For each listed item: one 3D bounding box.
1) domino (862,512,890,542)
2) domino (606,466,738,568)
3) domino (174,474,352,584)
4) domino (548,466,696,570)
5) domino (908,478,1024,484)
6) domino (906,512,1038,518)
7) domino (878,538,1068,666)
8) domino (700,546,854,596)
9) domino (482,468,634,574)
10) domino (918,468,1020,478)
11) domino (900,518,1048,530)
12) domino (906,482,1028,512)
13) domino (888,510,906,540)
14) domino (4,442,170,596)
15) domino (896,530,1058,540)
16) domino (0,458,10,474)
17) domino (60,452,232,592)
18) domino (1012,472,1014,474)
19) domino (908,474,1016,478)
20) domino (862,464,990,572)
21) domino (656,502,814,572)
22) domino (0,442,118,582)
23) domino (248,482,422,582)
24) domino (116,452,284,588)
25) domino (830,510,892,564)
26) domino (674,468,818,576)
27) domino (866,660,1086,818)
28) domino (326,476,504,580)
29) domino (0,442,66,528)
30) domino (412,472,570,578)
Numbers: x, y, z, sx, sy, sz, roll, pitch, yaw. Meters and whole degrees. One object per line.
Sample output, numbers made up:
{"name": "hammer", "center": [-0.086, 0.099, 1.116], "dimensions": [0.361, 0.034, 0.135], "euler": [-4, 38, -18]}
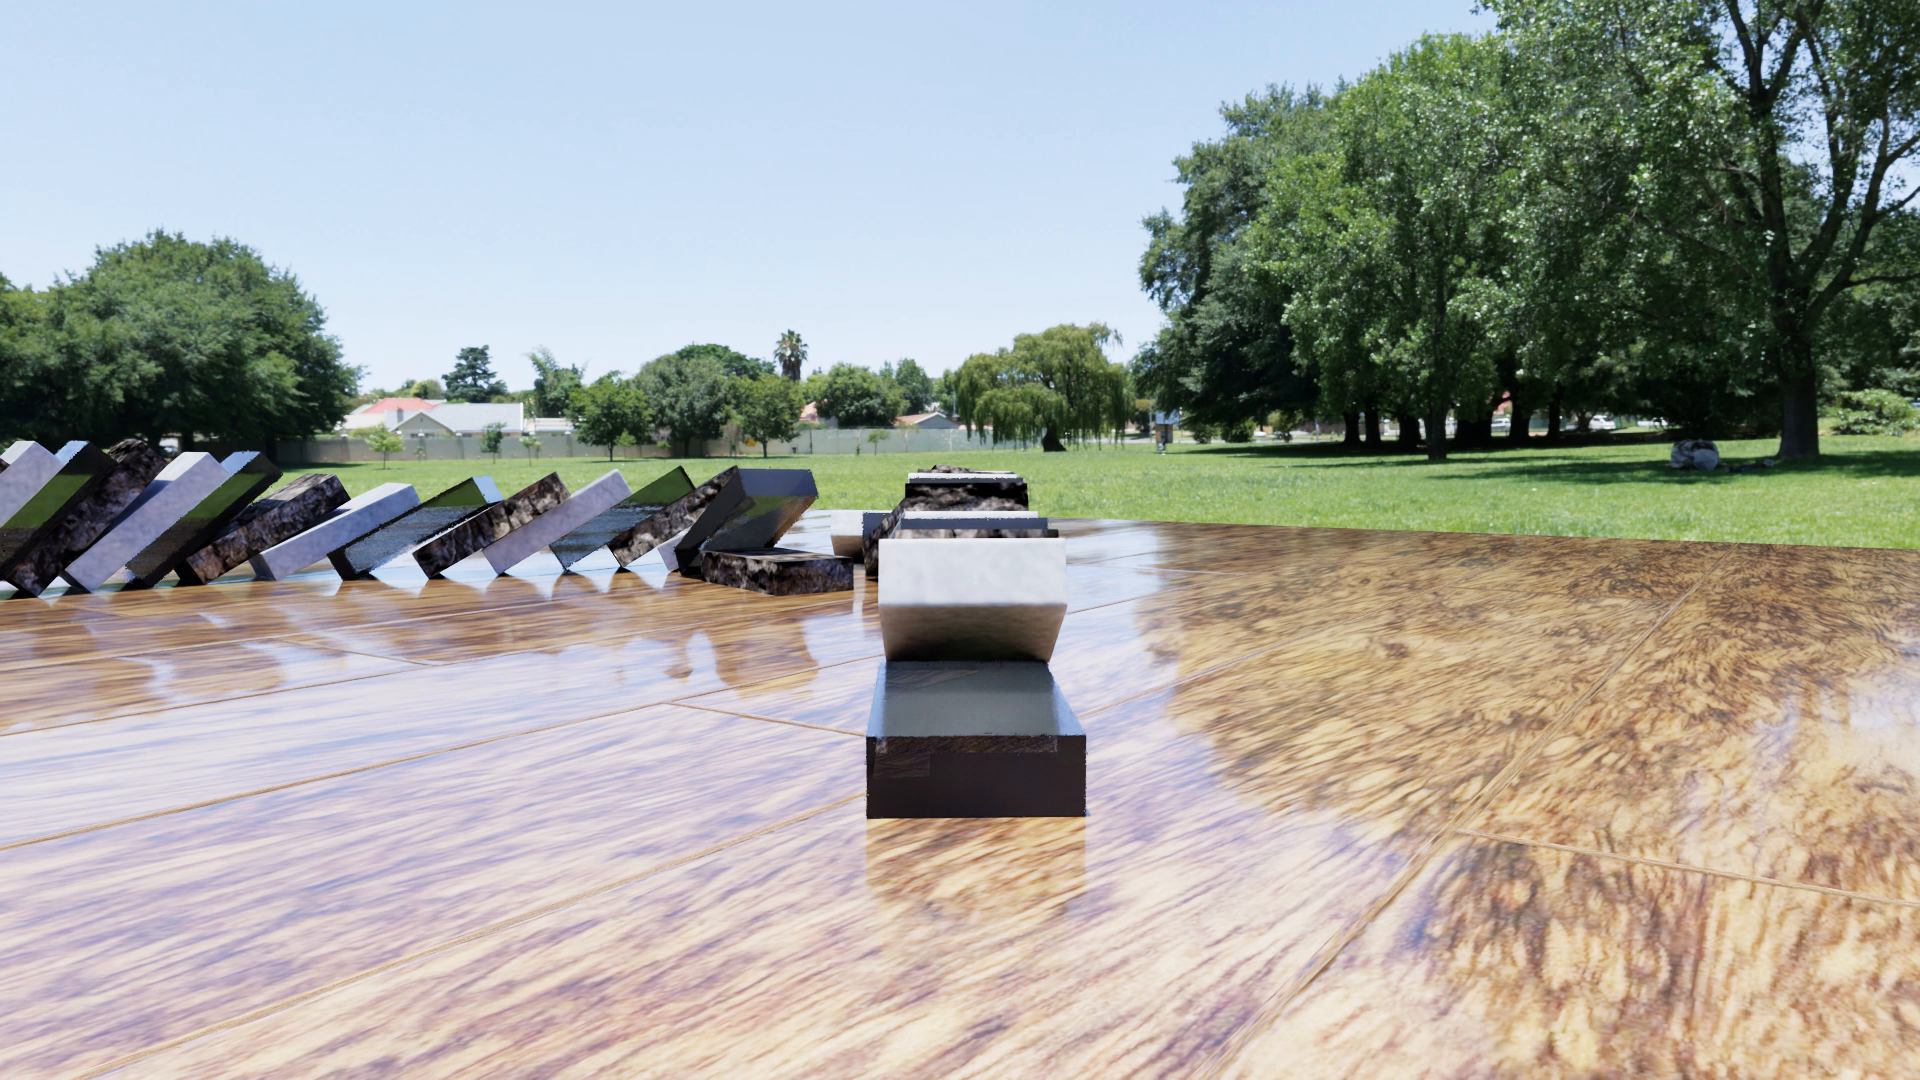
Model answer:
{"name": "domino", "center": [-0.007, 0.001, 0.424], "dimensions": [0.050, 0.009, 0.025], "euler": [0, -25, -2]}
{"name": "domino", "center": [-0.097, -0.008, 0.442], "dimensions": [0.050, 0.010, 0.025], "euler": [-33, 10, -14]}
{"name": "domino", "center": [-0.223, -0.004, 0.408], "dimensions": [0.025, 0.009, 0.050], "euler": [4, 35, 44]}
{"name": "domino", "center": [-0.115, -0.008, 0.436], "dimensions": [0.050, 0.010, 0.025], "euler": [-33, 10, -13]}
{"name": "domino", "center": [0.000, 0.003, 0.300], "dimensions": [0.025, 0.010, 0.050], "euler": [0, -29, -3]}
{"name": "domino", "center": [0.001, 0.008, 0.263], "dimensions": [0.025, 0.009, 0.050], "euler": [0, -21, -3]}
{"name": "domino", "center": [0.001, 0.013, 0.194], "dimensions": [0.025, 0.009, 0.050], "euler": [0, -20, -1]}
{"name": "domino", "center": [-0.056, 0.009, 0.386], "dimensions": [0.025, 0.009, 0.050], "euler": [-3, 5, -36]}
{"name": "domino", "center": [-0.134, -0.007, 0.428], "dimensions": [0.050, 0.010, 0.025], "euler": [-33, 12, -13]}
{"name": "domino", "center": [0.000, -0.001, 0.333], "dimensions": [0.025, 0.009, 0.050], "euler": [2, -29, -5]}
{"name": "domino", "center": [0.002, 0.010, 0.240], "dimensions": [0.025, 0.009, 0.050], "euler": [0, -21, -2]}
{"name": "domino", "center": [0.001, 0.004, 0.282], "dimensions": [0.025, 0.009, 0.050], "euler": [0, -28, -2]}
{"name": "domino", "center": [-0.004, -0.003, 0.373], "dimensions": [0.025, 0.009, 0.050], "euler": [-1, -28, -21]}
{"name": "domino", "center": [-0.257, -0.007, 0.374], "dimensions": [0.025, 0.050, 0.009], "euler": [4, -37, 44]}
{"name": "domino", "center": [0.002, 0.012, 0.218], "dimensions": [0.025, 0.009, 0.050], "euler": [0, -20, -3]}
{"name": "domino", "center": [-0.282, -0.005, 0.345], "dimensions": [0.025, 0.050, 0.010], "euler": [4, -37, 44]}
{"name": "domino", "center": [-0.246, -0.006, 0.385], "dimensions": [0.025, 0.009, 0.050], "euler": [4, 47, 44]}
{"name": "domino", "center": [-0.002, -0.002, 0.354], "dimensions": [0.025, 0.009, 0.050], "euler": [-1, -28, -12]}
{"name": "domino", "center": [0.000, 0.001, 0.317], "dimensions": [0.025, 0.009, 0.050], "euler": [1, -29, -2]}
{"name": "domino", "center": [-0.007, -0.005, 0.389], "dimensions": [0.025, 0.010, 0.050], "euler": [6, -30, -30]}
{"name": "domino", "center": [-0.076, -0.005, 0.436], "dimensions": [0.050, 0.009, 0.025], "euler": [-26, 3, 3]}
{"name": "domino", "center": [-0.265, -0.006, 0.364], "dimensions": [0.025, 0.050, 0.009], "euler": [4, -37, 44]}
{"name": "domino", "center": [-0.205, -0.004, 0.420], "dimensions": [0.050, 0.010, 0.025], "euler": [-34, 25, -35]}
{"name": "domino", "center": [-0.236, -0.007, 0.396], "dimensions": [0.025, 0.009, 0.050], "euler": [4, 47, 44]}
{"name": "domino", "center": [-0.019, -0.001, 0.445], "dimensions": [0.050, 0.009, 0.025], "euler": [0, -23, 0]}
{"name": "domino", "center": [-0.068, -0.005, 0.402], "dimensions": [0.025, 0.009, 0.050], "euler": [-2, -28, -38]}
{"name": "domino", "center": [0.001, 0.025, 0.171], "dimensions": [0.025, 0.009, 0.050], "euler": [0, 4, -2]}
{"name": "domino", "center": [-0.174, -0.004, 0.413], "dimensions": [0.050, 0.010, 0.025], "euler": [-29, 8, -5]}
{"name": "domino", "center": [-0.273, -0.006, 0.354], "dimensions": [0.025, 0.050, 0.010], "euler": [4, -37, 44]}
{"name": "domino", "center": [-0.152, -0.006, 0.420], "dimensions": [0.050, 0.010, 0.025], "euler": [-32, 12, -12]}
